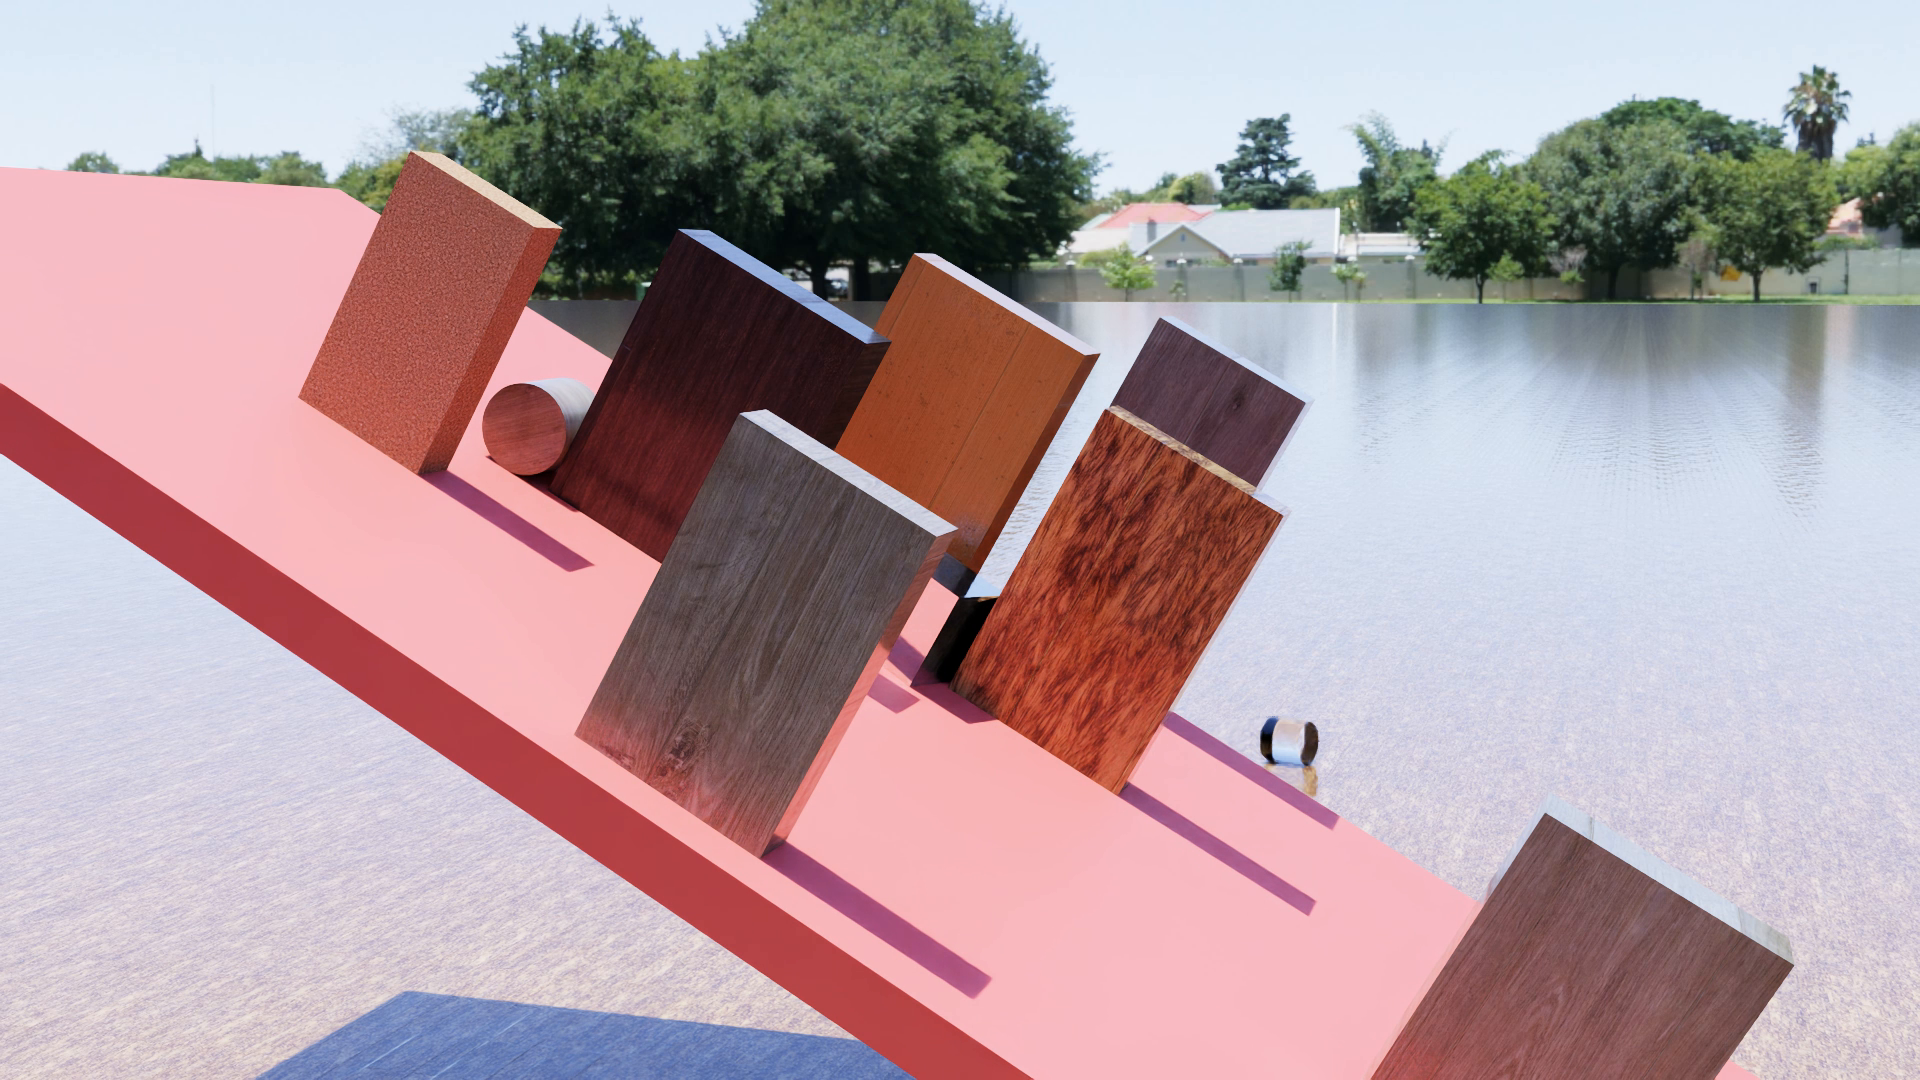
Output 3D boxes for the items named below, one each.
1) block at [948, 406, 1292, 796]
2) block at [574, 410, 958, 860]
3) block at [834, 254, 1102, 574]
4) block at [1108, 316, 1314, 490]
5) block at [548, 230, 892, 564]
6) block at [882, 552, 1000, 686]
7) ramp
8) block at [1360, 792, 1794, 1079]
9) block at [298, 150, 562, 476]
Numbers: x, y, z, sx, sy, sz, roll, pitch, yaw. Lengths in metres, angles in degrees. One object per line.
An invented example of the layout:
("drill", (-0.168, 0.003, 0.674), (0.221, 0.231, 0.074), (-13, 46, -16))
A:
("block", (0.307, 0.117, 4.286), (0.397, 0.641, 0.111), (32, 15, 11))
("block", (-0.291, 0.138, 3.244), (0.342, 0.559, 0.102), (32, 15, 11))
("block", (-0.061, -0.195, 4.577), (0.413, 0.681, 0.141), (32, 15, 11))
("block", (0.422, -0.066, 4.866), (0.366, 0.773, 0.138), (32, 15, 11))
("block", (-0.459, -0.234, 4.179), (0.425, 0.570, 0.145), (32, 15, 11))
("block", (-0.079, 0.143, 4.349), (0.205, 0.205, 0.205), (35, 16, 24))
("ramp", (-0.195, 0.321, 4.133), (4.000, 0.100, 2.000), (32, 15, 11))
("block", (0.926, 0.754, 3.380), (0.411, 0.589, 0.141), (32, 15, 11))
("block", (-0.957, -0.408, 3.962), (0.276, 0.504, 0.105), (32, 15, 11))
